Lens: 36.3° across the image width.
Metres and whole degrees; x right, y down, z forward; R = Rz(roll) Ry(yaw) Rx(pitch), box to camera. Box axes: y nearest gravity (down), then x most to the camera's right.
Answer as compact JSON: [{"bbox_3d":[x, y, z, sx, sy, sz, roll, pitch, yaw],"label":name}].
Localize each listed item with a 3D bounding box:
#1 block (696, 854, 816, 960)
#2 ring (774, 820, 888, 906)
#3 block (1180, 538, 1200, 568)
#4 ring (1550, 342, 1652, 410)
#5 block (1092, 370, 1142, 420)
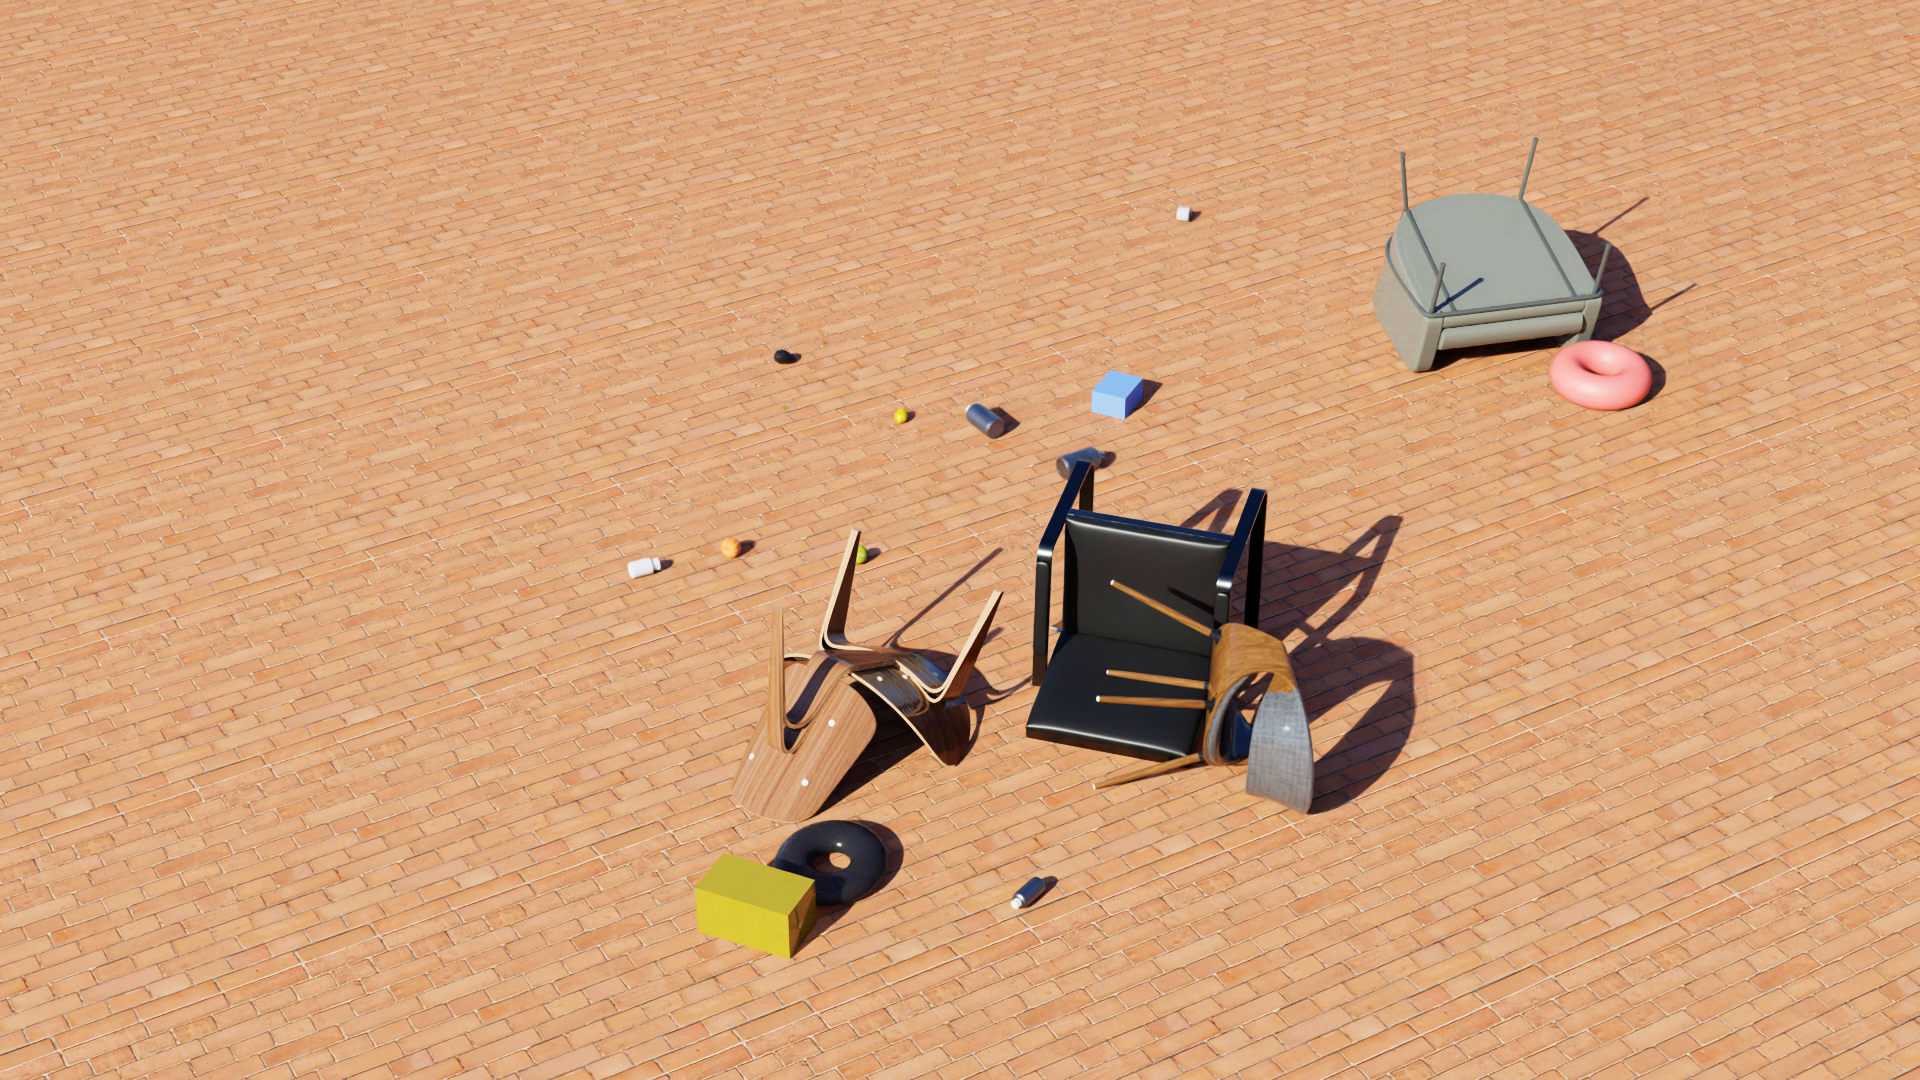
[{"bbox_3d":[-0.630,1.131,9.068,0.319,0.175,0.184,14,36,20],"label":"block"},{"bbox_3d":[-0.410,1.024,9.317,0.358,0.082,0.402,11,34,15],"label":"ring"},{"bbox_3d":[0.851,0.048,10.810,0.049,0.067,0.082,11,35,16],"label":"block"},{"bbox_3d":[2.584,-0.665,11.826,0.399,0.142,0.413,-27,43,-33],"label":"ring"},{"bbox_3d":[0.630,-0.582,11.740,0.143,0.096,0.181,15,36,21],"label":"block"}]
